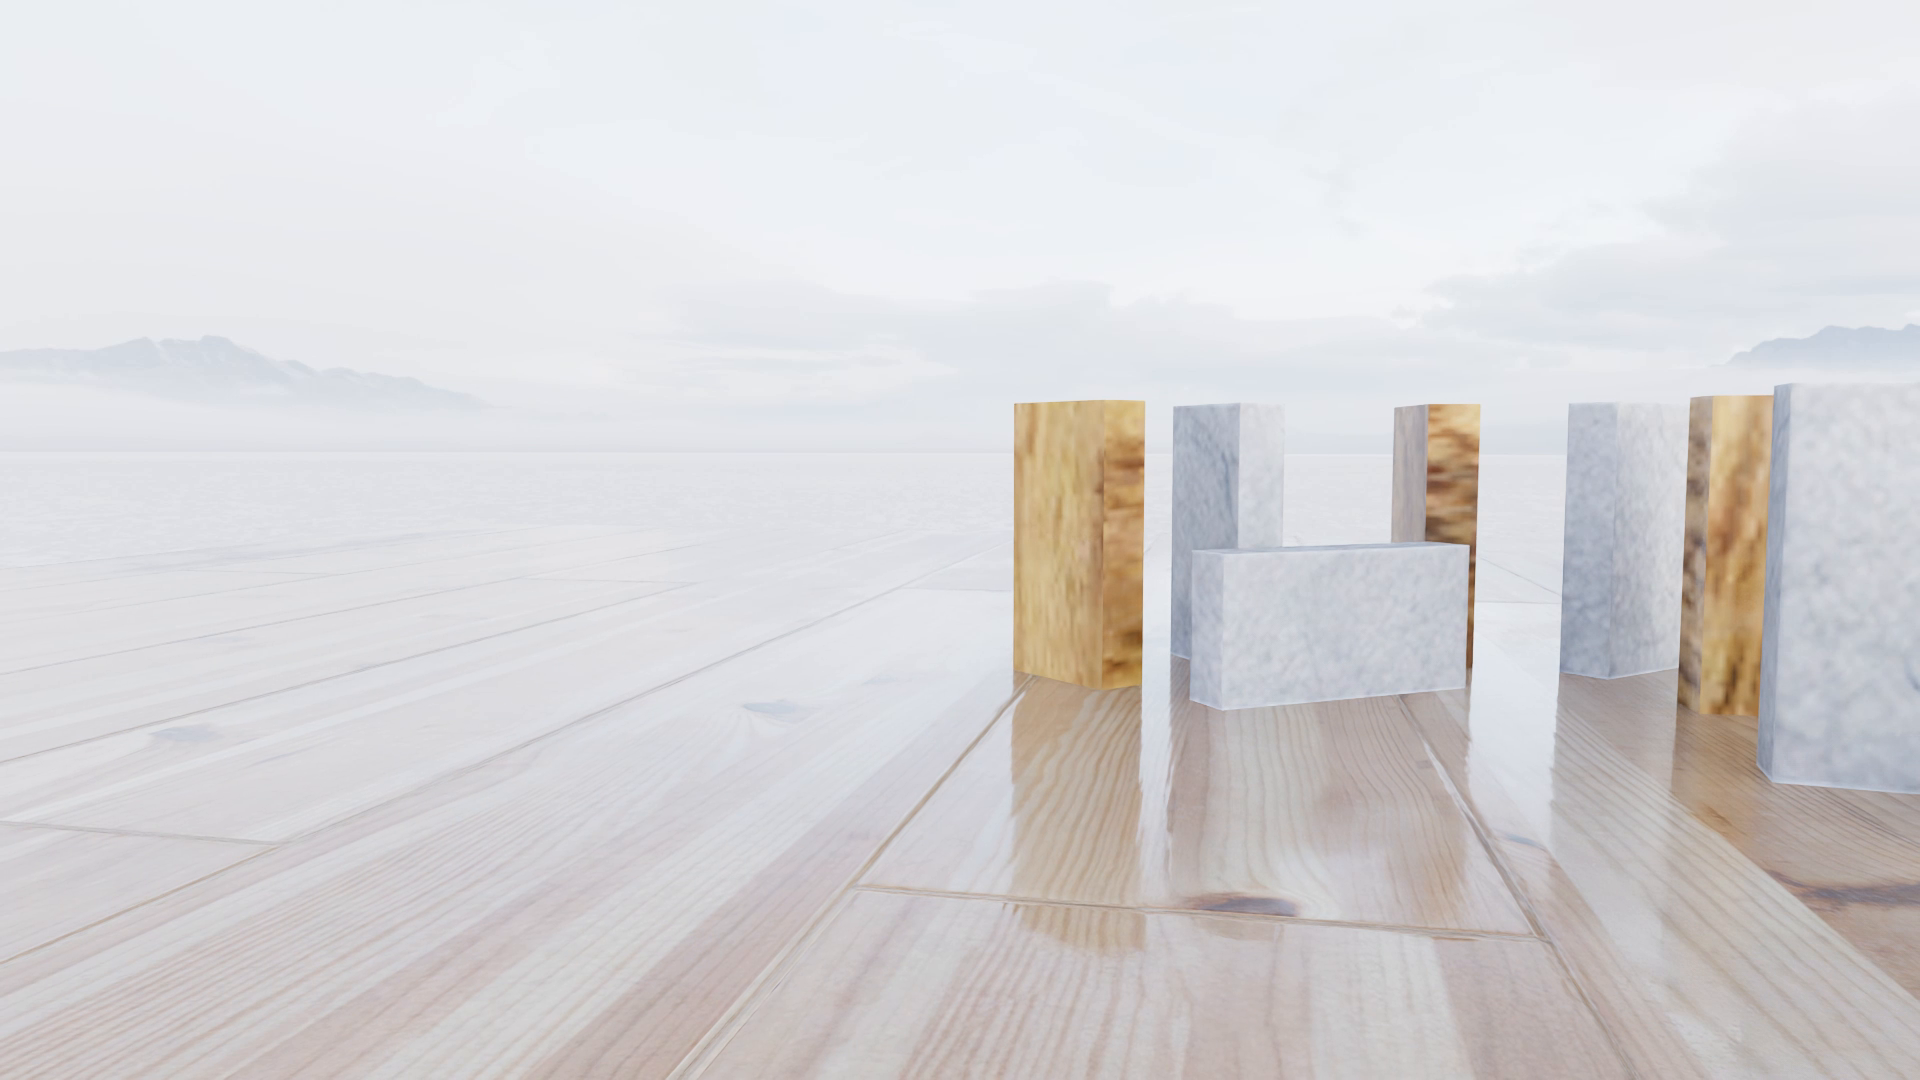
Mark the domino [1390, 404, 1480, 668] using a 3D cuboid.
[{"bbox_3d":[0.094,-0.002,0.255,0.009,0.050,0.025,0,4,4],"label":"domino"}]

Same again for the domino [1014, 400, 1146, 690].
[{"bbox_3d":[0.021,0.000,0.233,0.009,0.050,0.025,-3,5,-35],"label":"domino"}]

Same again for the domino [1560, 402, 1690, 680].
[{"bbox_3d":[0.125,0.000,0.241,0.025,0.050,0.009,-3,5,-32],"label":"domino"}]

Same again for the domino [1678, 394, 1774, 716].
[{"bbox_3d":[0.130,0.002,0.203,0.025,0.050,0.010,1,4,10],"label":"domino"}]

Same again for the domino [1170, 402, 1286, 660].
[{"bbox_3d":[0.051,-0.001,0.248,0.010,0.050,0.025,-2,5,-19],"label":"domino"}]

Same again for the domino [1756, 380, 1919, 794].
[{"bbox_3d":[0.116,0.006,0.159,0.025,0.050,0.010,2,5,21],"label":"domino"}]

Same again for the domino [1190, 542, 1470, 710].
[{"bbox_3d":[0.063,0.014,0.218,0.050,0.025,0.010,-2,5,-22],"label":"domino"}]
